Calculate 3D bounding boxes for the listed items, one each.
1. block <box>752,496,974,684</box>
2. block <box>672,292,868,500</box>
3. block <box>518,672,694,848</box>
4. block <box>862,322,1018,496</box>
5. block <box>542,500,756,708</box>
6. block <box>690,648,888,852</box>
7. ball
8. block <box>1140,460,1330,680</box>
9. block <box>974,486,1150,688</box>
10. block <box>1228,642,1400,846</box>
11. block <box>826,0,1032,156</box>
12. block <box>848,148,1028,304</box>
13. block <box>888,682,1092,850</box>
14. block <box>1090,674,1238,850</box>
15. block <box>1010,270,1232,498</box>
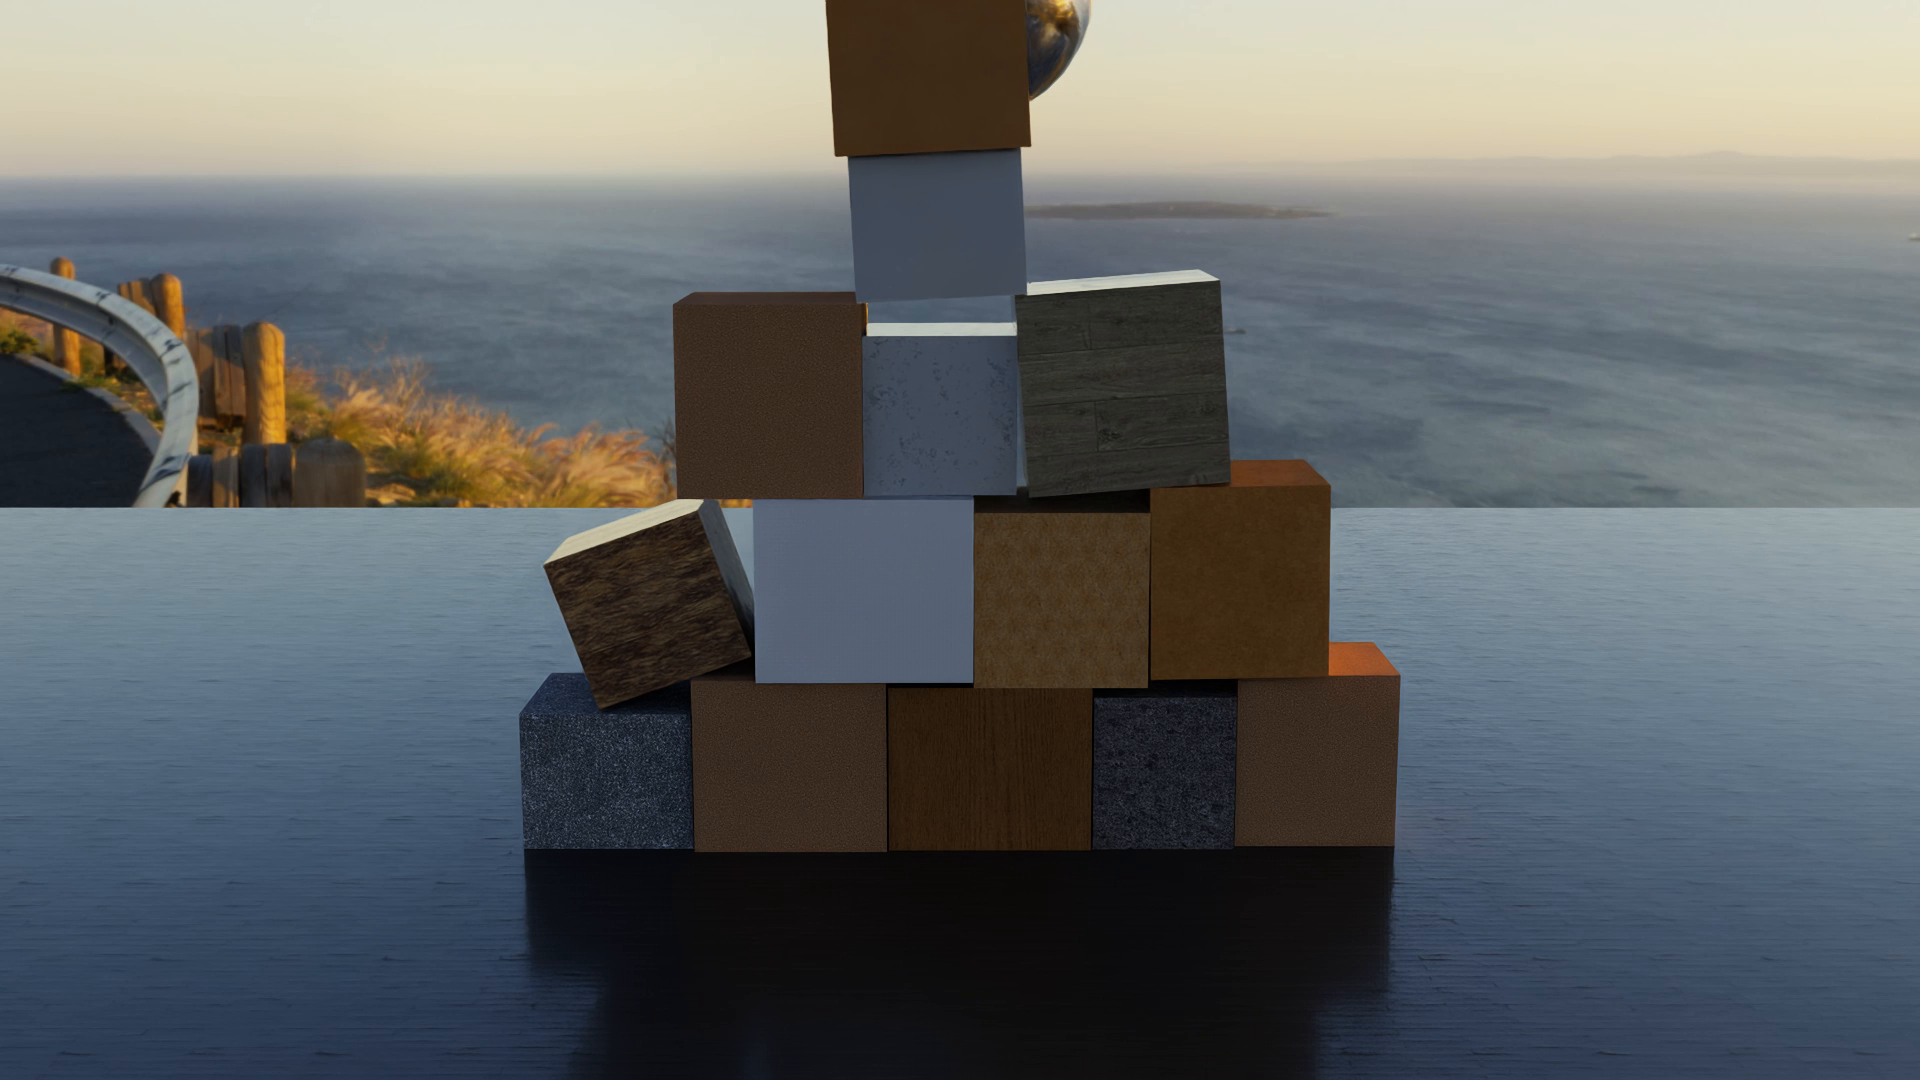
[{"bbox_3d":[-0.472,0.166,11.206,1.068,0.909,0.996,0,10,0],"label":"block"},{"bbox_3d":[-0.926,-0.743,11.034,0.898,0.941,0.908,0,10,0],"label":"block"},{"bbox_3d":[-1.763,1.131,11.405,0.853,0.695,0.868,0,10,0],"label":"block"},{"bbox_3d":[-0.101,-0.671,11.076,0.751,0.781,0.759,0,10,0],"label":"block"},{"bbox_3d":[-1.545,0.282,11.237,0.810,0.778,0.777,-19,10,3],"label":"block"},{"bbox_3d":[-0.846,1.047,11.357,0.961,0.877,0.902,0,10,0],"label":"block"},{"bbox_3d":[0.000,-3.264,12.919,1.600,1.600,1.600,0,10,0],"label":"ball"},{"bbox_3d":[1.374,0.133,11.209,0.878,0.958,0.879,-1,10,0],"label":"block"},{"bbox_3d":[0.498,0.224,11.205,0.860,0.877,0.856,0,10,0],"label":"block"},{"bbox_3d":[1.786,1.042,11.365,0.807,0.885,0.737,0,10,0],"label":"block"},{"bbox_3d":[-0.160,-2.371,10.745,0.930,0.930,0.891,-3,10,-1],"label":"block"},{"bbox_3d":[-0.113,-1.573,10.902,0.825,0.698,0.787,-3,10,-1],"label":"block"},{"bbox_3d":[0.150,1.065,11.371,1.011,0.837,0.878,0,10,0],"label":"block"},{"bbox_3d":[1.019,1.094,11.366,0.707,0.782,0.817,0,10,0],"label":"block"},{"bbox_3d":[0.788,-0.805,11.052,0.986,0.979,0.906,-4,10,0],"label":"block"}]
